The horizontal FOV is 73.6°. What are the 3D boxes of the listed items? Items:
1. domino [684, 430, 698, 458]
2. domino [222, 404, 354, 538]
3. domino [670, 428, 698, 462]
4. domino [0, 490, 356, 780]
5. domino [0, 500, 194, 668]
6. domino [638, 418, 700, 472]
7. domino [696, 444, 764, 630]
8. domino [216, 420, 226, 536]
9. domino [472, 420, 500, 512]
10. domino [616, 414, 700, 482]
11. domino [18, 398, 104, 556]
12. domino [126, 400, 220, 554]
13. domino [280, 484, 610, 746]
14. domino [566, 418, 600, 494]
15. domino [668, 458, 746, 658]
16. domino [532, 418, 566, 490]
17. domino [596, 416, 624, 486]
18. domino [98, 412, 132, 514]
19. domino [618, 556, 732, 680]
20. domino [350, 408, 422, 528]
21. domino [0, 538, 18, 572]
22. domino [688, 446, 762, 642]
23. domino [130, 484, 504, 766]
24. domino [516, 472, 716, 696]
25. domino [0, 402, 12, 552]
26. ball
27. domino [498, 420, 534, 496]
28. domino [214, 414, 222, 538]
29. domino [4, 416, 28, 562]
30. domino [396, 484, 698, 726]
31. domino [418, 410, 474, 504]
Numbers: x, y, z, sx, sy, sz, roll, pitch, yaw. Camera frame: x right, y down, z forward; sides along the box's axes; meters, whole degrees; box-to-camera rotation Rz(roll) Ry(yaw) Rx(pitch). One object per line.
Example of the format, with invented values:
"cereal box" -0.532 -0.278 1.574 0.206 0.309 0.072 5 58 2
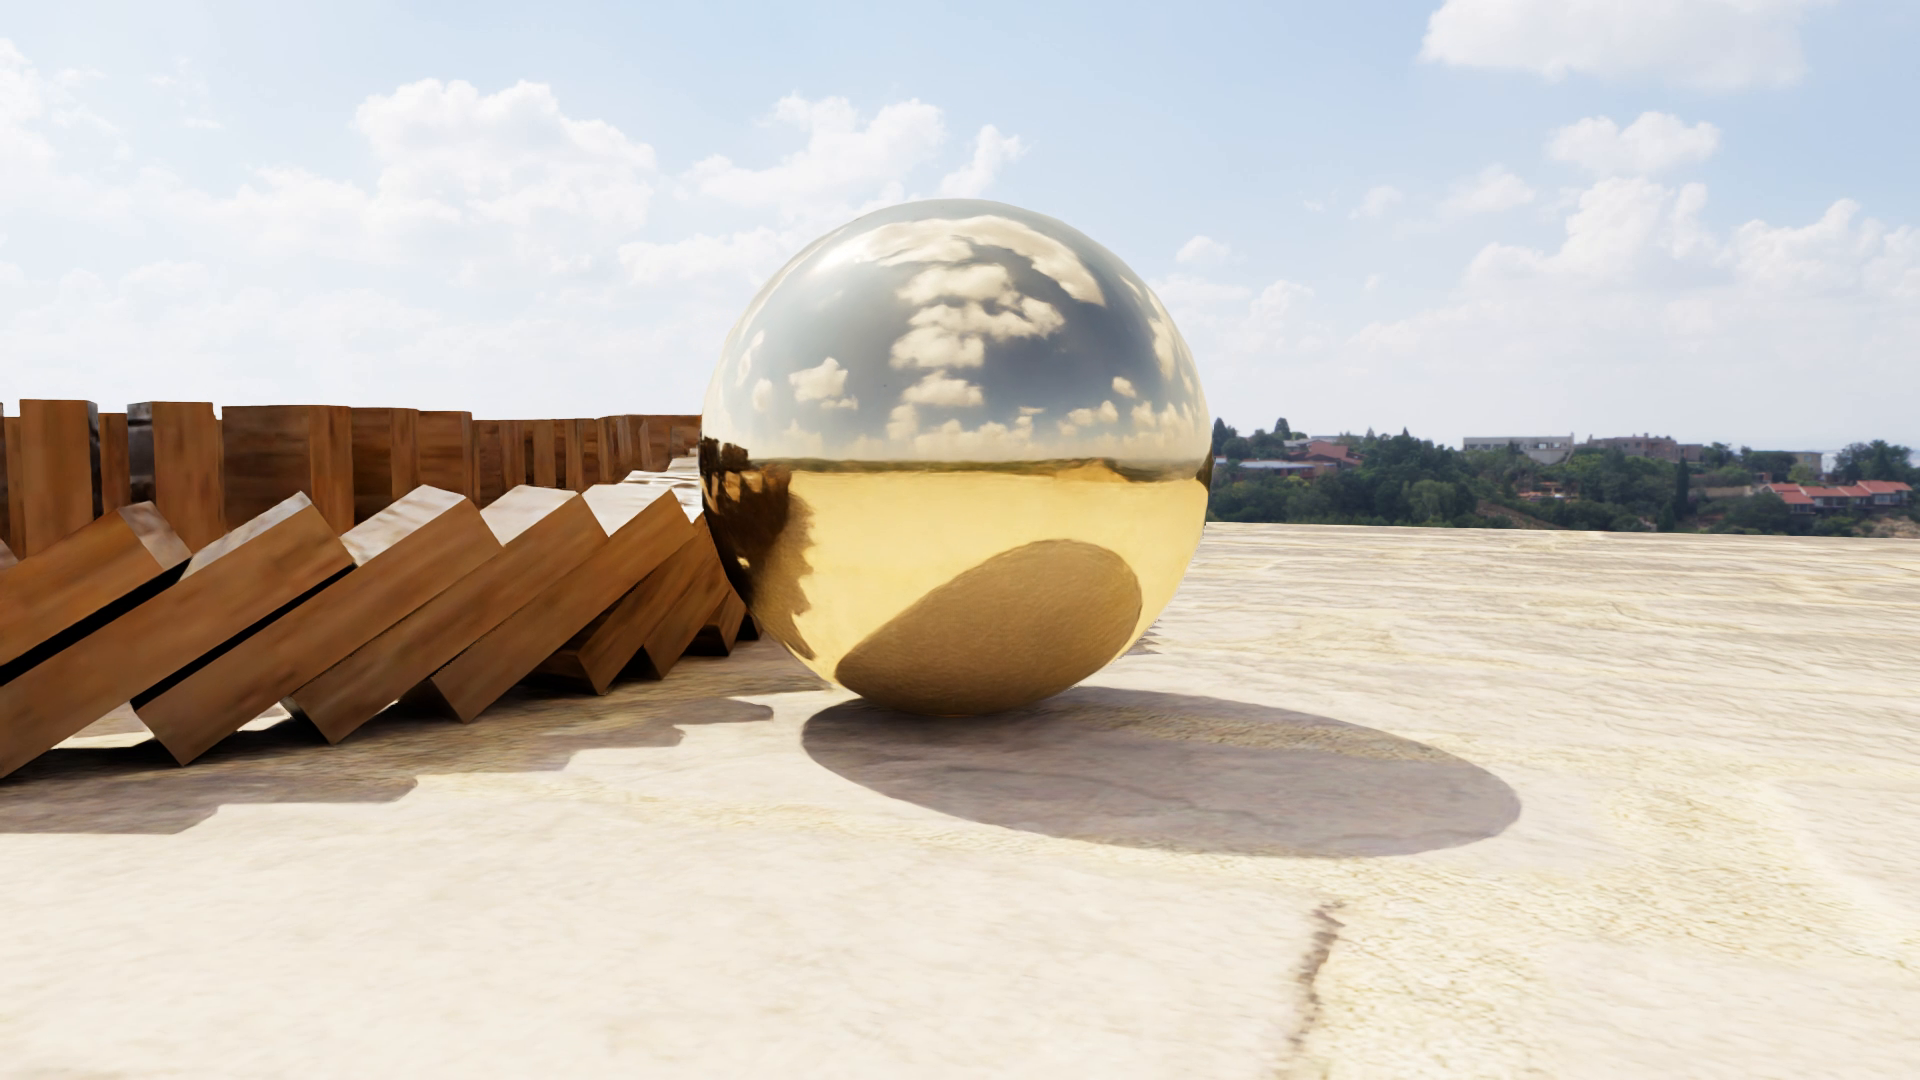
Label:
"domino" -0.058 -0.005 0.325 0.025 0.050 0.009 0 -31 -6
"domino" -0.134 -0.002 0.256 0.025 0.050 0.009 2 5 25
"domino" -0.063 -0.006 0.339 0.025 0.050 0.009 -1 -29 -15
"domino" -0.110 0.012 0.176 0.050 0.010 0.025 -37 22 -21
"domino" -0.127 0.013 0.165 0.050 0.010 0.025 -35 17 -17
"domino" -0.072 -0.009 0.354 0.025 0.050 0.009 -2 -18 -29
"domino" -0.054 -0.002 0.306 0.025 0.050 0.010 0 -40 3
"domino" -0.227 -0.013 0.404 0.010 0.050 0.025 -2 5 -24
"domino" -0.151 -0.013 0.412 0.009 0.050 0.025 1 4 10
"domino" -0.082 -0.010 0.366 0.025 0.050 0.009 -3 -7 -35
"domino" -0.160 0.000 0.230 0.009 0.050 0.025 -3 5 -30
"domino" -0.146 0.000 0.239 0.009 0.050 0.025 -4 6 -41
"domino" -0.082 0.010 0.200 0.050 0.009 0.025 -42 29 -29
"domino" -0.106 -0.012 0.390 0.010 0.050 0.025 3 6 39
"domino" -0.055 0.002 0.273 0.025 0.009 0.050 1 44 10
"domino" -0.119 -0.012 0.400 0.009 0.050 0.025 3 5 32
"domino" -0.092 -0.011 0.377 0.025 0.050 0.010 -4 1 -41
"domino" -0.215 -0.006 0.318 0.025 0.050 0.009 3 5 33
"domino" -0.057 0.006 0.251 0.025 0.010 0.050 2 40 26
"domino" -0.128 -0.003 0.273 0.025 0.050 0.010 1 4 13
"domino" -0.146 0.014 0.155 0.050 0.009 0.025 -33 11 -9
"domino" -0.054 0.000 0.291 0.025 0.009 0.050 1 49 8
"domino" -0.095 0.010 0.188 0.050 0.009 0.025 -40 27 -26
"domino" -0.063 0.006 0.236 0.025 0.009 0.050 4 40 28
"domino" -0.174 0.001 0.223 0.009 0.050 0.025 -2 5 -21
"ball" -0.001 -0.013 0.203 0.080 0.080 0.080 0 4 0
"domino" -0.133 -0.013 0.407 0.009 0.050 0.025 2 5 22
"domino" -0.202 -0.008 0.336 0.009 0.050 0.025 -4 6 -44
"domino" -0.271 -0.010 0.364 0.025 0.050 0.010 3 5 33
"domino" -0.071 0.009 0.215 0.025 0.009 0.050 4 39 44
"domino" -0.126 -0.005 0.297 0.025 0.050 0.010 0 4 -7
